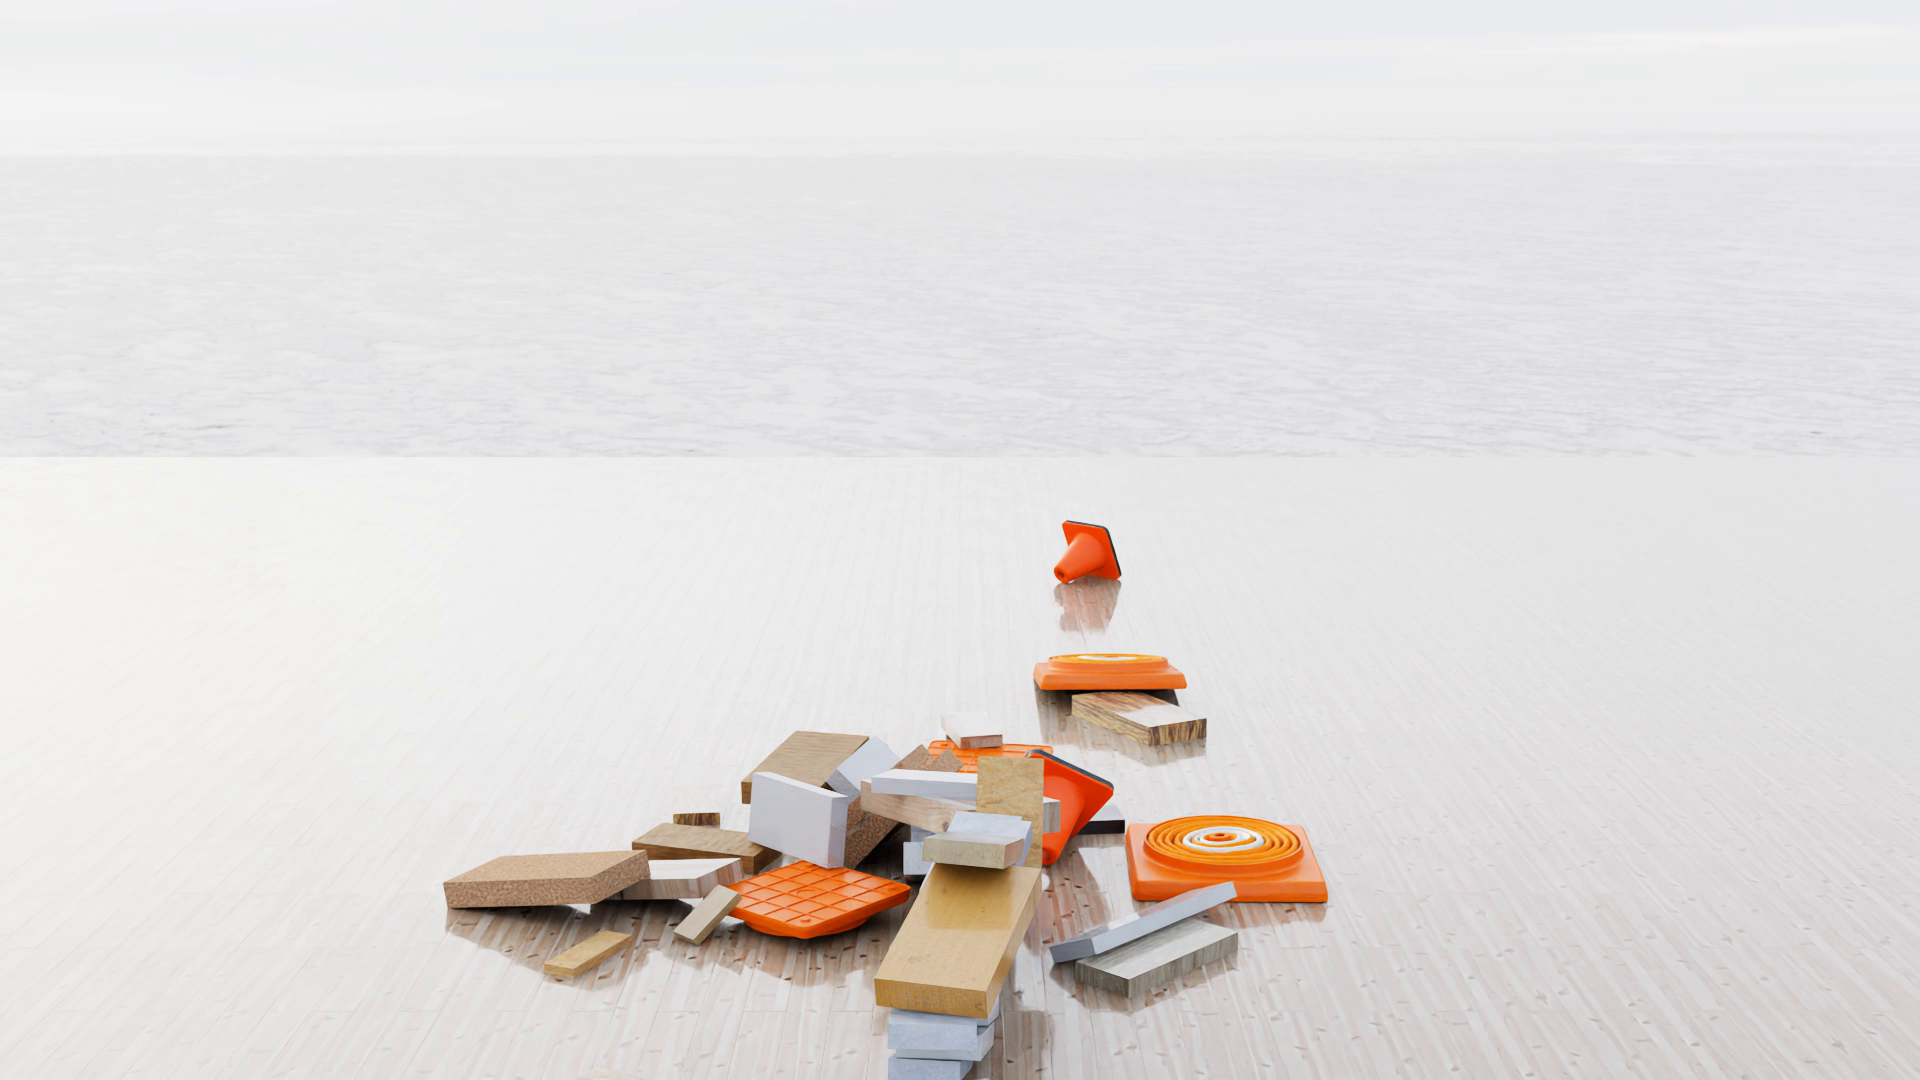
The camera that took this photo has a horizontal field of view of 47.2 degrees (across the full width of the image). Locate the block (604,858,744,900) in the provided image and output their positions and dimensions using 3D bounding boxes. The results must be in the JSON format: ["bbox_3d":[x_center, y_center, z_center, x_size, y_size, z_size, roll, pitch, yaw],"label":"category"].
[{"bbox_3d":[-0.485,0.559,3.622,0.234,0.033,0.117,-7,5,33],"label":"block"}]

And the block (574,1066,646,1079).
[{"bbox_3d":[-0.371,0.740,2.748,0.335,0.042,0.148,6,12,31],"label":"block"}]

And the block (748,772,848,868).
[{"bbox_3d":[-0.277,0.474,3.741,0.034,0.119,0.238,2,4,-39],"label":"block"}]

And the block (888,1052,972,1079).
[{"bbox_3d":[-0.037,0.690,2.905,0.093,0.026,0.185,1,-7,6],"label":"block"}]

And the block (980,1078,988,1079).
[{"bbox_3d":[0.017,0.724,2.732,0.093,0.026,0.185,-3,11,-16],"label":"block"}]

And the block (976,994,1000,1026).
[{"bbox_3d":[-0.008,0.651,3.059,0.110,0.031,0.221,1,-9,5],"label":"block"}]

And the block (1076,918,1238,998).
[{"bbox_3d":[0.302,0.634,3.354,0.103,0.029,0.268,10,14,43],"label":"block"}]

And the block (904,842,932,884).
[{"bbox_3d":[-0.001,0.523,3.552,0.174,0.049,0.348,0,-11,-1],"label":"block"}]

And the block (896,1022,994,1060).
[{"bbox_3d":[-0.018,0.665,2.932,0.110,0.031,0.221,1,-7,5],"label":"block"}]

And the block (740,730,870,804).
[{"bbox_3d":[-0.290,0.434,4.173,0.152,0.043,0.303,3,14,15],"label":"block"}]

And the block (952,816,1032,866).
[{"bbox_3d":[0.027,0.479,3.178,0.111,0.031,0.222,2,28,14],"label":"block"}]

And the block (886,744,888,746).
[{"bbox_3d":[-0.233,0.425,4.351,0.171,0.024,0.086,1,14,8],"label":"block"}]

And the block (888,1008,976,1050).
[{"bbox_3d":[-0.035,0.620,2.837,0.110,0.031,0.220,1,-1,0],"label":"block"}]

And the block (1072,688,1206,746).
[{"bbox_3d":[0.381,0.377,4.703,0.148,0.042,0.295,-6,12,-29],"label":"block"}]

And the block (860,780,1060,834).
[{"bbox_3d":[-0.004,0.433,3.587,0.174,0.049,0.348,-2,3,-30],"label":"block"}]

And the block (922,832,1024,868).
[{"bbox_3d":[0.021,0.431,3.069,0.111,0.031,0.222,4,-5,9],"label":"block"}]

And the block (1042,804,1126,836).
[{"bbox_3d":[0.204,0.512,4.017,0.182,0.026,0.091,-1,11,-6],"label":"block"}]

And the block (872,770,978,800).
[{"bbox_3d":[-0.042,0.396,3.570,0.182,0.026,0.091,1,3,22],"label":"block"}]

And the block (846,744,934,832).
[{"bbox_3d":[-0.158,0.457,3.874,0.238,0.034,0.119,-42,-4,20],"label":"block"}]

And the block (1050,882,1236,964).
[{"bbox_3d":[0.292,0.599,3.457,0.353,0.026,0.091,-11,-8,-46],"label":"block"}]

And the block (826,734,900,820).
[{"bbox_3d":[-0.163,0.450,4.140,0.119,0.034,0.238,43,18,4],"label":"block"}]

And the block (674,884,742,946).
[{"bbox_3d":[-0.398,0.592,3.471,0.053,0.015,0.105,11,47,46],"label":"block"}]

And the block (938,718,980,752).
[{"bbox_3d":[-0.002,0.408,4.585,0.086,0.024,0.173,0,11,0],"label":"block"}]

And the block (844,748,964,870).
[{"bbox_3d":[-0.103,0.474,3.905,0.043,0.152,0.303,45,20,6],"label":"block"}]

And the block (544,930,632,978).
[{"bbox_3d":[-0.571,0.636,3.381,0.053,0.015,0.157,5,12,25],"label":"block"}]

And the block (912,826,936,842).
[{"bbox_3d":[0.006,0.498,3.769,0.174,0.049,0.348,0,-6,0],"label":"block"}]

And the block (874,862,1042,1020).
[{"bbox_3d":[0.002,0.523,2.916,0.148,0.042,0.295,4,24,15],"label":"block"}]

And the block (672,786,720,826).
[{"bbox_3d":[-0.493,0.496,4.110,0.085,0.024,0.171,-1,11,-7],"label":"block"}]

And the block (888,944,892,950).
[{"bbox_3d":[-0.010,0.560,3.104,0.126,0.036,0.253,2,6,11],"label":"block"}]

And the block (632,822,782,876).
[{"bbox_3d":[-0.442,0.540,3.850,0.234,0.033,0.117,4,11,20],"label":"block"}]

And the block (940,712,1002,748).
[{"bbox_3d":[0.022,0.384,4.442,0.086,0.024,0.173,-3,11,-14],"label":"block"}]

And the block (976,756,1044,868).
[{"bbox_3d":[0.075,0.434,3.375,0.103,0.205,0.029,2,-29,1],"label":"block"}]

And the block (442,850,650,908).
[{"bbox_3d":[-0.676,0.554,3.594,0.303,0.043,0.152,-7,6,28],"label":"block"}]

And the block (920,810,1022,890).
[{"bbox_3d":[0.019,0.475,3.255,0.103,0.029,0.205,3,28,16],"label":"block"}]

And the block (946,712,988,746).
[{"bbox_3d":[0.015,0.390,4.544,0.086,0.024,0.173,0,11,0],"label":"block"}]
